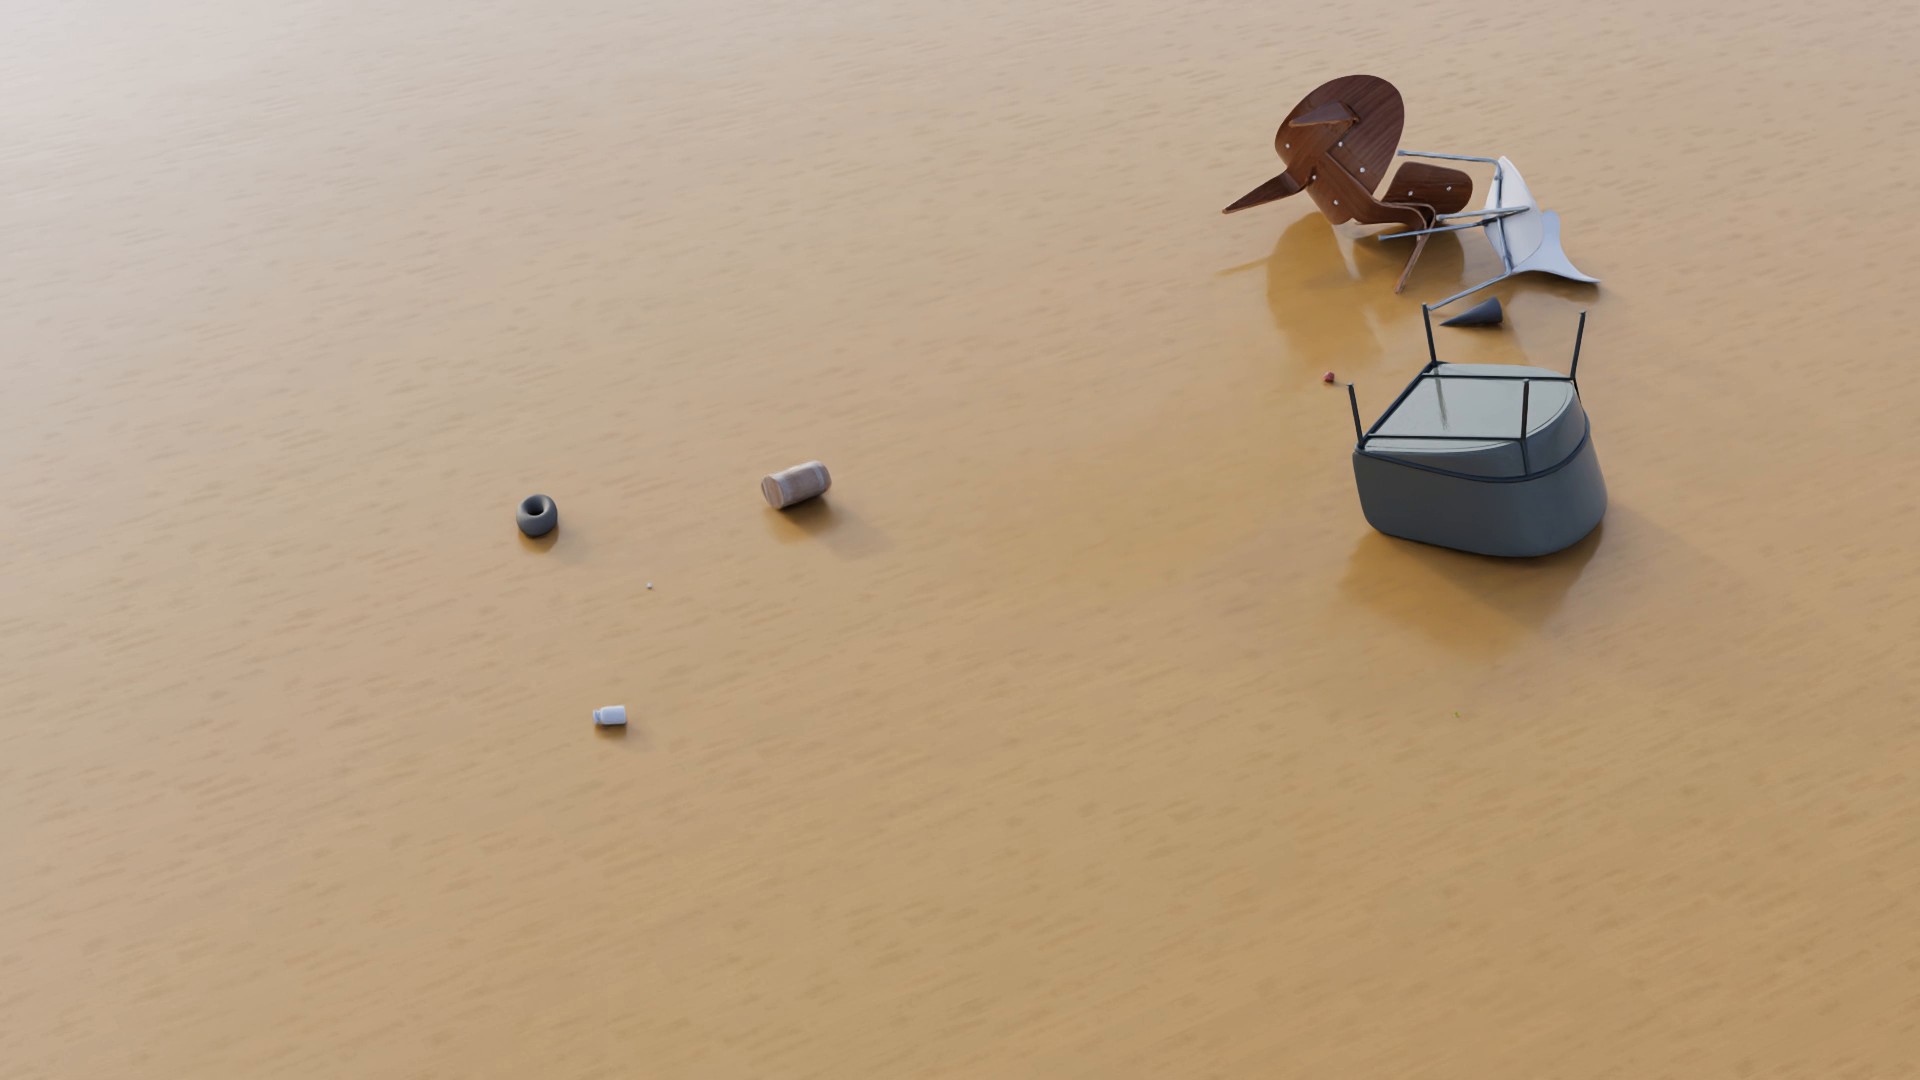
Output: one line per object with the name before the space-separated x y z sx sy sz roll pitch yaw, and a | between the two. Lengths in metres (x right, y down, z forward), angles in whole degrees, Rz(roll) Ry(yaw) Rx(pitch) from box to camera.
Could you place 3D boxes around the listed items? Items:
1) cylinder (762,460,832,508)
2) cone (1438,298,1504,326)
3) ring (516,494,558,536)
cylinder | -0.621 -0.211 11.141 0.211 0.129 0.168 -21 14 -28
cone | 2.134 -0.934 12.316 0.264 0.104 0.124 -14 25 -1
ring | -1.591 -0.094 11.018 0.155 0.077 0.235 -4 32 -4
